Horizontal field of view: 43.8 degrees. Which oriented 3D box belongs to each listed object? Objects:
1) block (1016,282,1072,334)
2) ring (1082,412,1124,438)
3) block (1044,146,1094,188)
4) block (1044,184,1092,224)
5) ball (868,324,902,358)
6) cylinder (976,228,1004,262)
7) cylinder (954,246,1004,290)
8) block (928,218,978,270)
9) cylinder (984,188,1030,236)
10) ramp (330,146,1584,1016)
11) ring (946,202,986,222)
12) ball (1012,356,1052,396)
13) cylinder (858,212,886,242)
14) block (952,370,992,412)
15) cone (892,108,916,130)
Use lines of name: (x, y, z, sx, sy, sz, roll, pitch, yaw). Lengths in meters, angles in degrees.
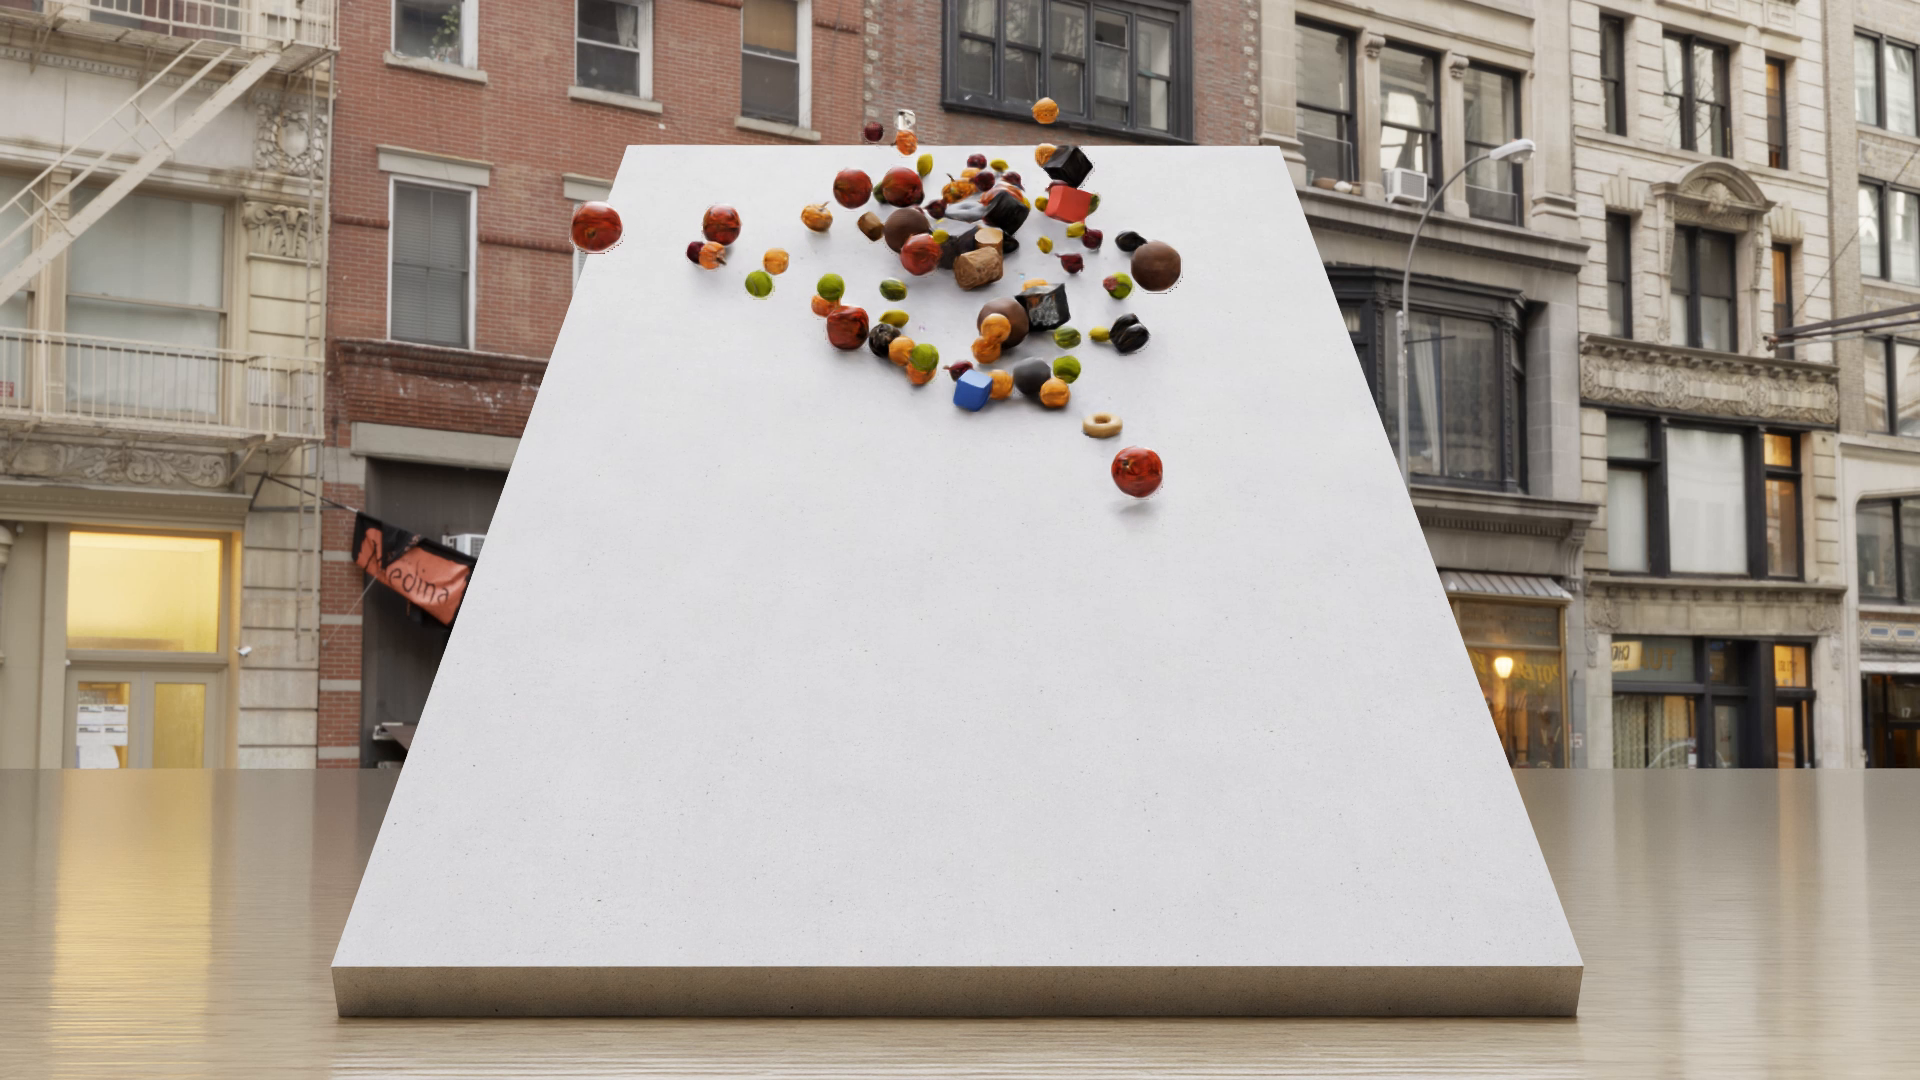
block: (0.211, -0.587, 6.041, 0.096, 0.096, 0.096, -4, 18, 26)
ring: (0.332, -0.268, 5.548, 0.095, 0.032, 0.095, -2, 28, 1)
block: (0.310, -1.070, 6.854, 0.085, 0.085, 0.085, 9, -31, 52)
block: (0.302, -0.934, 6.658, 0.088, 0.088, 0.088, 15, 2, -21)
ball: (-0.185, -0.494, 5.911, 0.085, 0.085, 0.085, 0, -5, 0)
cylinder: (0.080, -0.789, 6.451, 0.077, 0.077, 0.077, 0, -47, 1)
cylinder: (0.048, -0.719, 6.312, 0.095, 0.095, 0.095, -20, 6, -30)
block: (-0.020, -0.799, 6.462, 0.100, 0.100, 0.100, 16, 33, 26)
cylinder: (0.127, -0.889, 6.484, 0.090, 0.090, 0.090, 35, -16, -15)
ramp: (-0.012, -0.221, 5.599, 2.000, 0.100, 4.000, 0, 28, 0)
ring: (0.016, -0.899, 6.563, 0.116, 0.039, 0.116, -6, 23, 2)
ball: (0.172, -0.391, 5.711, 0.094, 0.094, 0.094, 0, -5, 0)
cylinder: (-0.242, -0.862, 6.571, 0.058, 0.058, 0.058, -28, -33, -20)
block: (0.030, -0.354, 5.657, 0.066, 0.066, 0.066, 21, 33, 12)
cone: (-0.165, -1.215, 6.820, 0.067, 0.067, 0.067, -1, -18, 9)
